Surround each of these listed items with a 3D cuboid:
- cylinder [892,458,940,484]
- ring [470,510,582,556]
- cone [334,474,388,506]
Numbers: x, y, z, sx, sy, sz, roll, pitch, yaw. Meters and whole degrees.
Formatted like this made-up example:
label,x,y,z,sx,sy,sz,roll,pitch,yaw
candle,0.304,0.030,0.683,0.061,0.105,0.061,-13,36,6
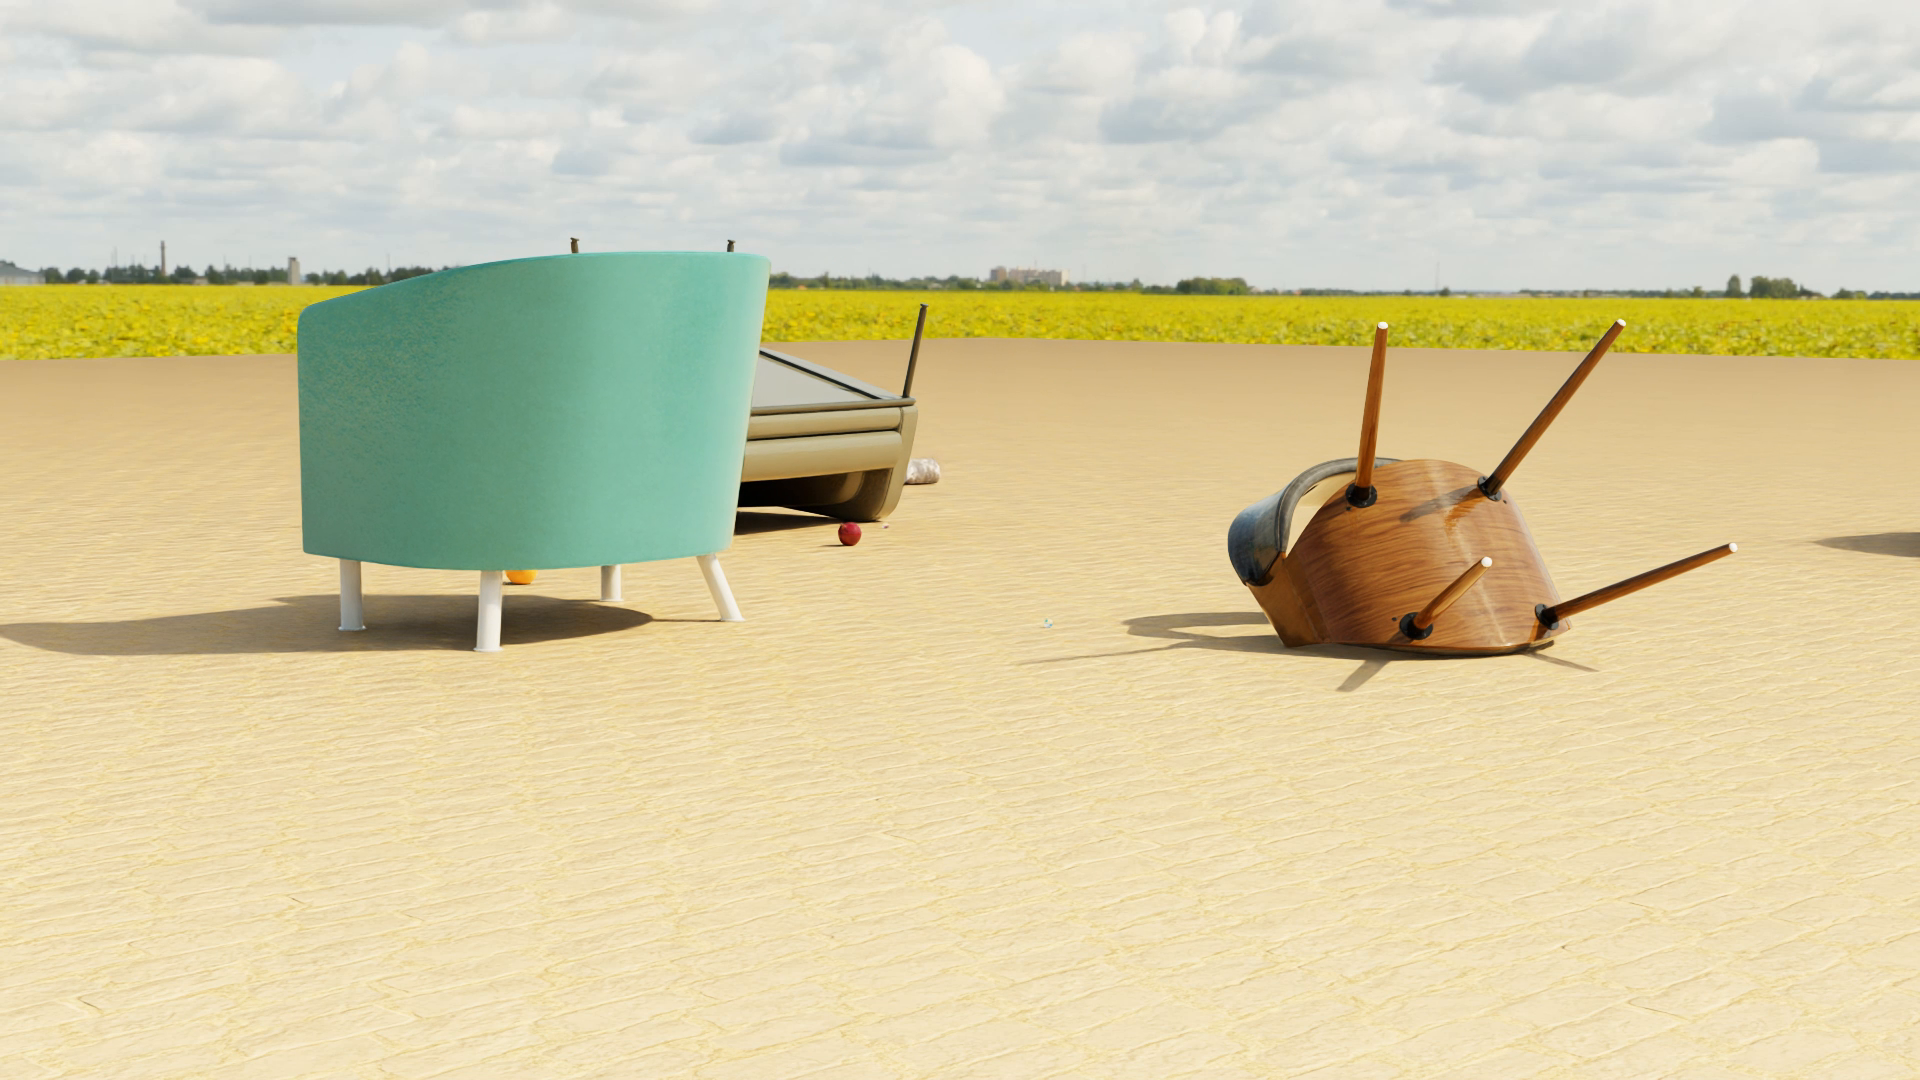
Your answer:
label,x,y,z,sx,sy,sz,roll,pitch,yaw
cylinder,-0.139,-0.218,8.127,0.111,0.080,0.121,-3,14,-25
ring,-1.039,-0.018,6.145,0.264,0.092,0.272,6,9,40
cone,-1.738,-0.124,7.400,0.162,0.094,0.095,-9,33,5
